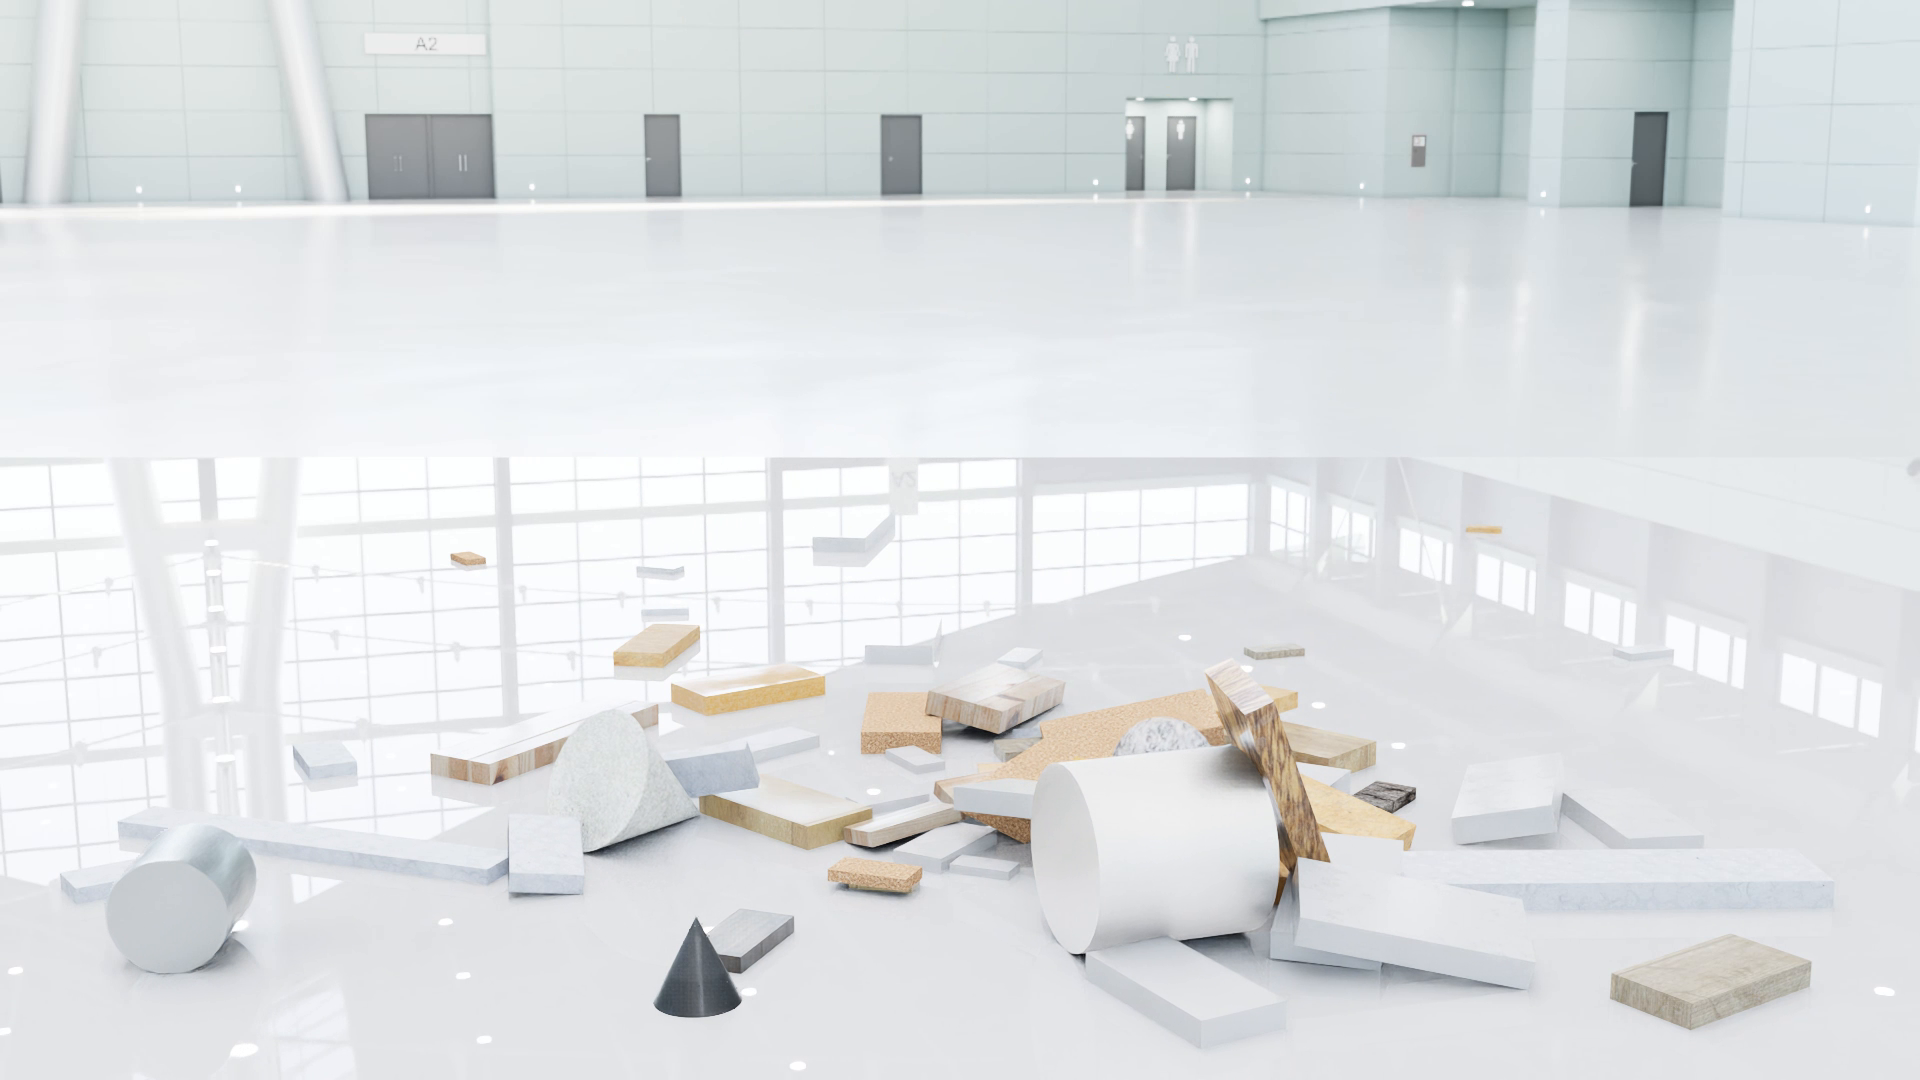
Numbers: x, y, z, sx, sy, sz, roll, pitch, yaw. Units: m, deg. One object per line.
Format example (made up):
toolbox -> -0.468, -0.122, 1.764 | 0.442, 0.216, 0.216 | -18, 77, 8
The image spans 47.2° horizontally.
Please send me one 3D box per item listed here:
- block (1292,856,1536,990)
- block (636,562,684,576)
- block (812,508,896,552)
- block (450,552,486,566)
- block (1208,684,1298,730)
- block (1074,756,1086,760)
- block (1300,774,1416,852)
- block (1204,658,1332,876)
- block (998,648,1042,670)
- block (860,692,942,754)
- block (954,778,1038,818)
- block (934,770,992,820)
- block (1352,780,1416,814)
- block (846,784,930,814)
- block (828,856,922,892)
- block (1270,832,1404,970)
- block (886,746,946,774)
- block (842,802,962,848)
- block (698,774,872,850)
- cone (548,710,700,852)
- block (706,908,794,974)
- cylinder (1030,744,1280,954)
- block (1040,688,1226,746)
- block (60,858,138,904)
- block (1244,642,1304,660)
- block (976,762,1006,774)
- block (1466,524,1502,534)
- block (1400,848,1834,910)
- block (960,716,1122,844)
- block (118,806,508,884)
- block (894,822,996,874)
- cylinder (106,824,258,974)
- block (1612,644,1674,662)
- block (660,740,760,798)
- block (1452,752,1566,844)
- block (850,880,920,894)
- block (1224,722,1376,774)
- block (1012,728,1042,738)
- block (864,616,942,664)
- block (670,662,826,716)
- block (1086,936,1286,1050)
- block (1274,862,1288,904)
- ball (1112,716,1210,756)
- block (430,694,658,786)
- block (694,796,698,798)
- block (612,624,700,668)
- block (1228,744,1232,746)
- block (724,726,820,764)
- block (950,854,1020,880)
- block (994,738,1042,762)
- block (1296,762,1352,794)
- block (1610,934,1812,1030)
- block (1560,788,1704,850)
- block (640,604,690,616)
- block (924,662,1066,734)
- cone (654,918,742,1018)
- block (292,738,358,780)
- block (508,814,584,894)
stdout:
block -> 0.683, 0.579, 3.336 | 0.350, 0.050, 0.175 | 10, 23, 3
block -> -0.866, 0.082, 6.354 | 0.125, 0.018, 0.063 | 4, 11, 22
block -> -0.328, -0.033, 6.899 | 0.162, 0.046, 0.523 | 2, 11, 8
block -> -1.455, 0.054, 6.506 | 0.063, 0.018, 0.125 | -7, 13, -34
block -> 0.588, 0.348, 4.615 | 0.122, 0.035, 0.245 | 10, 14, 42
block -> 0.331, 0.473, 3.927 | 0.282, 0.141, 0.040 | 9, 51, 41
block -> 0.622, 0.482, 3.909 | 0.334, 0.047, 0.167 | 23, 21, 30
block -> 0.490, 0.373, 3.465 | 0.050, 0.350, 0.175 | -25, 24, -6
block -> 0.144, 0.284, 5.265 | 0.068, 0.019, 0.136 | 4, 11, 20
block -> -0.120, 0.385, 4.648 | 0.162, 0.046, 0.325 | 0, 11, 0
block -> 0.148, 0.452, 3.813 | 0.295, 0.042, 0.148 | 0, 1, 42
block -> 0.141, 0.460, 4.143 | 0.388, 0.027, 0.095 | -7, 29, -32
block -> 0.790, 0.490, 4.144 | 0.081, 0.023, 0.161 | 7, 13, 33
block -> -0.137, 0.491, 4.148 | 0.142, 0.020, 0.071 | -7, 12, -32
block -> -0.142, 0.560, 3.690 | 0.142, 0.020, 0.071 | 4, 11, 21
block -> 0.603, 0.568, 3.495 | 0.167, 0.047, 0.334 | 4, 21, 16
block -> -0.090, 0.441, 4.419 | 0.066, 0.019, 0.131 | -6, 12, -29
block -> -0.103, 0.509, 3.946 | 0.191, 0.027, 0.095 | -13, 6, -33
block -> -0.323, 0.497, 4.047 | 0.155, 0.044, 0.310 | -10, 15, -44
cone -> -0.564, 0.469, 4.003 | 0.261, 0.261, 0.261 | 10, -12, 44
block -> -0.341, 0.622, 3.420 | 0.095, 0.027, 0.191 | 4, 11, 20
cylinder -> 0.300, 0.481, 3.443 | 0.294, 0.294, 0.294 | -4, 11, -18
block -> 0.340, 0.386, 4.367 | 0.341, 0.048, 0.171 | -12, 22, -2
block -> -1.402, 0.568, 3.710 | 0.196, 0.028, 0.098 | -8, 13, -36
block -> 0.763, 0.270, 5.340 | 0.131, 0.019, 0.066 | -4, 11, -20
block -> 0.089, 0.470, 4.241 | 0.096, 0.027, 0.193 | -1, 11, -5
block -> 1.665, -0.034, 6.988 | 0.109, 0.015, 0.054 | 3, 11, 15
block -> 1.069, 0.566, 3.669 | 0.715, 0.047, 0.167 | 0, 11, -1
block -> 0.175, 0.443, 4.109 | 0.148, 0.042, 0.409 | 23, 28, 28
block -> -1.141, 0.536, 3.883 | 0.770, 0.028, 0.098 | 4, 11, 20
block -> -0.025, 0.539, 3.868 | 0.096, 0.027, 0.193 | 6, 12, 30
cylinder -> -1.197, 0.551, 3.391 | 0.179, 0.179, 0.179 | -1, 11, -4
block -> 1.657, 0.272, 5.330 | 0.131, 0.019, 0.066 | -4, 11, -23
block -> -0.543, 0.438, 4.068 | 0.331, 0.092, 0.026 | -9, 32, 8
block -> 1.014, 0.474, 4.053 | 0.175, 0.050, 0.350 | -11, 7, 19
block -> -0.127, 0.575, 3.707 | 0.109, 0.015, 0.054 | 3, 11, 13
block -> 0.652, 0.417, 4.466 | 0.341, 0.048, 0.171 | 10, 14, 42
block -> 0.178, 0.397, 4.546 | 0.068, 0.019, 0.136 | 0, -6, -37
block -> -0.137, 0.244, 5.406 | 0.162, 0.046, 0.325 | 1, 11, 3
block -> -0.474, 0.333, 4.931 | 0.310, 0.044, 0.155 | -8, 13, -36
block -> 0.325, 0.655, 3.204 | 0.148, 0.042, 0.295 | -6, 12, -29
block -> 0.432, 0.561, 3.693 | 0.334, 0.047, 0.167 | 0, 11, -1
ball -> 0.374, 0.421, 4.049 | 0.193, 0.193, 0.193 | 0, 11, 0
block -> -0.847, 0.407, 4.533 | 0.155, 0.044, 0.529 | 6, 12, 30
block -> -0.496, 0.476, 4.226 | 0.142, 0.020, 0.071 | 2, 11, 12
block -> -0.738, 0.256, 5.373 | 0.122, 0.035, 0.313 | 2, 11, 10
block -> 0.486, 0.428, 4.313 | 0.161, 0.023, 0.081 | -17, 0, 16
block -> -0.388, 0.421, 4.508 | 0.184, 0.026, 0.092 | -10, 15, -44
block -> 0.043, 0.562, 3.776 | 0.109, 0.015, 0.054 | 4, 11, 22
block -> 0.173, 0.427, 4.472 | 0.193, 0.027, 0.096 | -2, 11, -13
block -> 0.595, 0.483, 4.115 | 0.167, 0.047, 0.334 | 6, 12, 29
block -> 1.108, 0.649, 3.244 | 0.282, 0.040, 0.141 | -7, 13, -35
block -> 1.213, 0.512, 3.980 | 0.141, 0.040, 0.282 | -2, 11, -8
block -> -0.778, 0.184, 5.808 | 0.125, 0.018, 0.063 | -1, 11, -6
block -> 0.080, 0.339, 4.749 | 0.171, 0.048, 0.377 | 14, 11, 21
cone -> -0.383, 0.610, 3.206 | 0.130, 0.130, 0.130 | 0, 11, 0
block -> -1.275, 0.439, 4.413 | 0.092, 0.026, 0.184 | -5, 12, -26
block -> -0.710, 0.535, 3.762 | 0.122, 0.035, 0.245 | 4, 15, -13
